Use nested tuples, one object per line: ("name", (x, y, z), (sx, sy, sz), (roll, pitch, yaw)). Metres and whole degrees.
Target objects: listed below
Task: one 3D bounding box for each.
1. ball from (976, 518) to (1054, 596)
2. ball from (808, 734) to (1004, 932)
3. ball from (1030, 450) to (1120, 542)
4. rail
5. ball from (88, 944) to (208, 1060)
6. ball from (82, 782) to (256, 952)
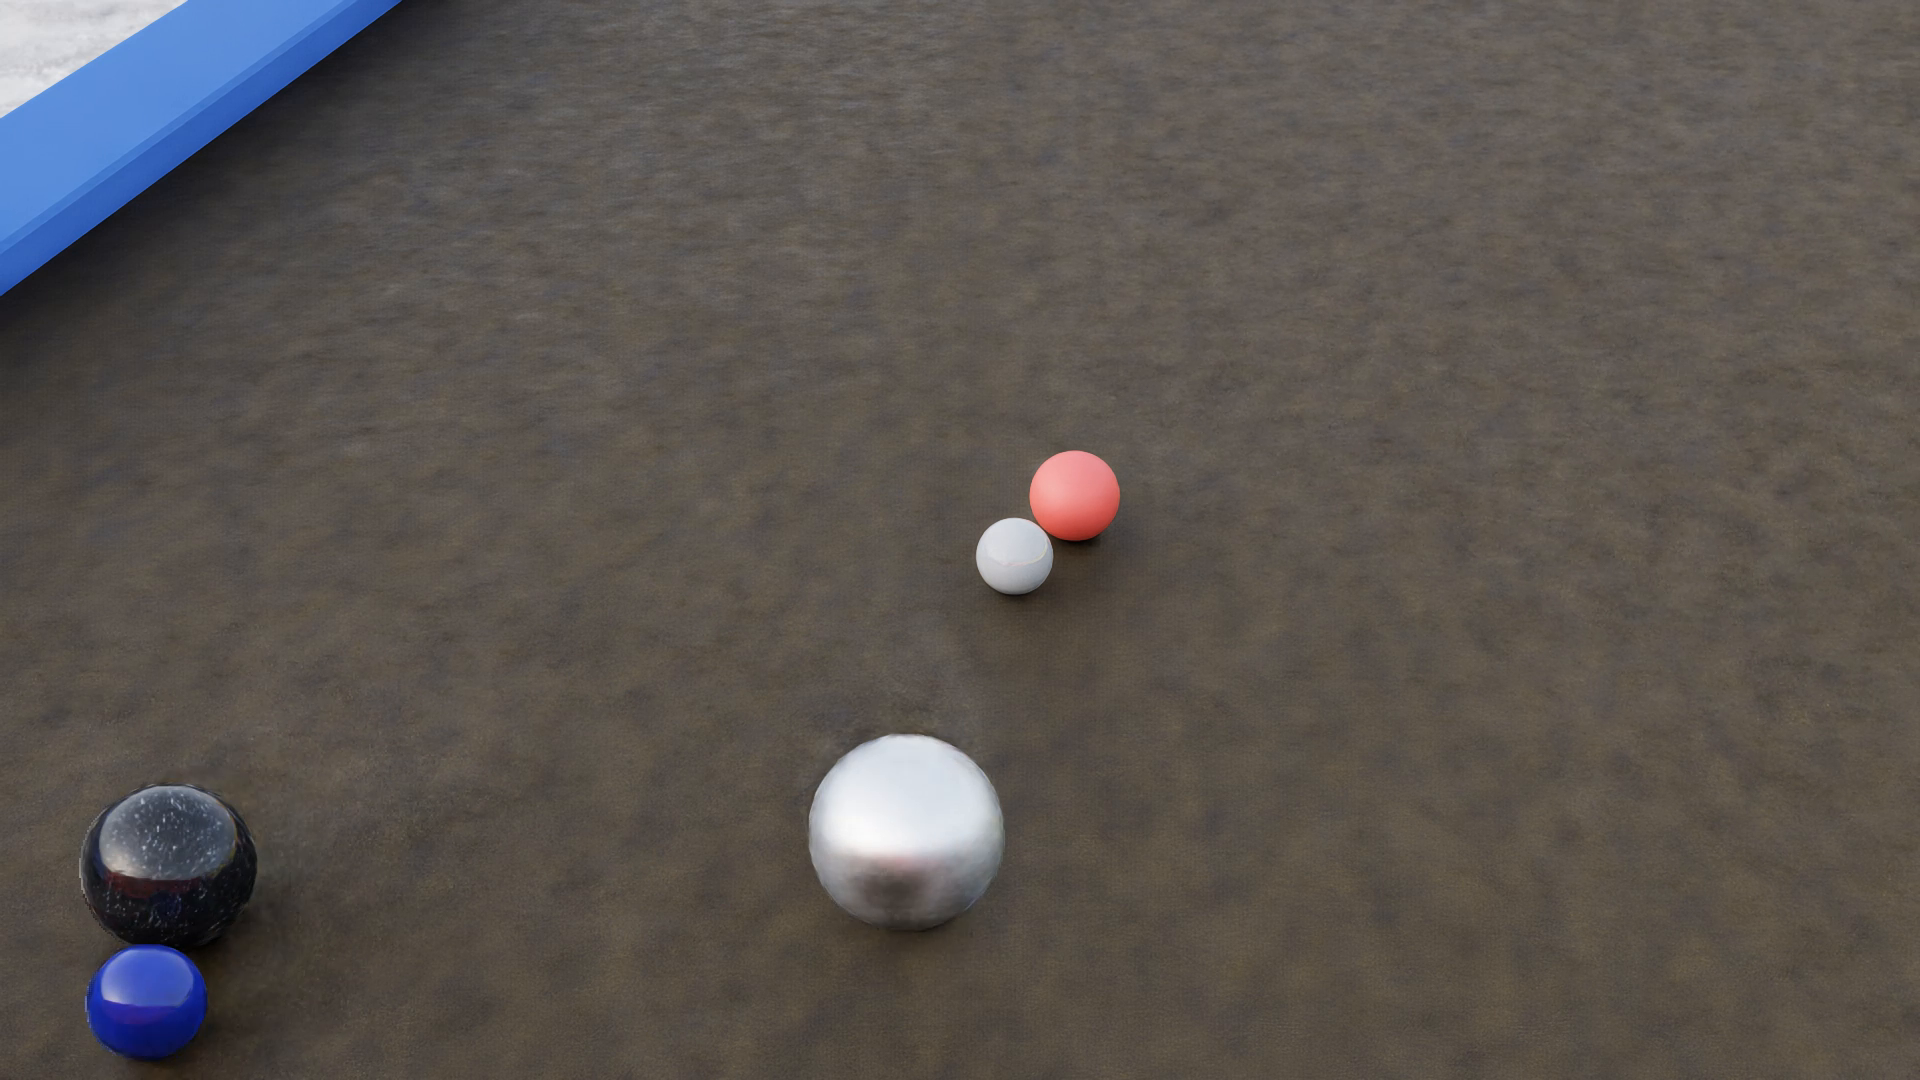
("ball", (0.034, 0.010, 1.831), (0.048, 0.048, 0.048), (0, 26, 0))
("ball", (-0.027, 0.148, 1.494), (0.100, 0.100, 0.100), (0, 26, 0))
("ball", (0.074, -0.028, 1.897), (0.059, 0.059, 0.059), (0, 26, 0))
("rail", (-0.640, -0.428, 2.619), (0.045, 0.130, 2.993), (5, 27, 11))
("ball", (-0.387, 0.220, 1.401), (0.055, 0.055, 0.055), (0, 26, 0))
("ball", (-0.397, 0.164, 1.479), (0.085, 0.085, 0.085), (0, 26, 0))
